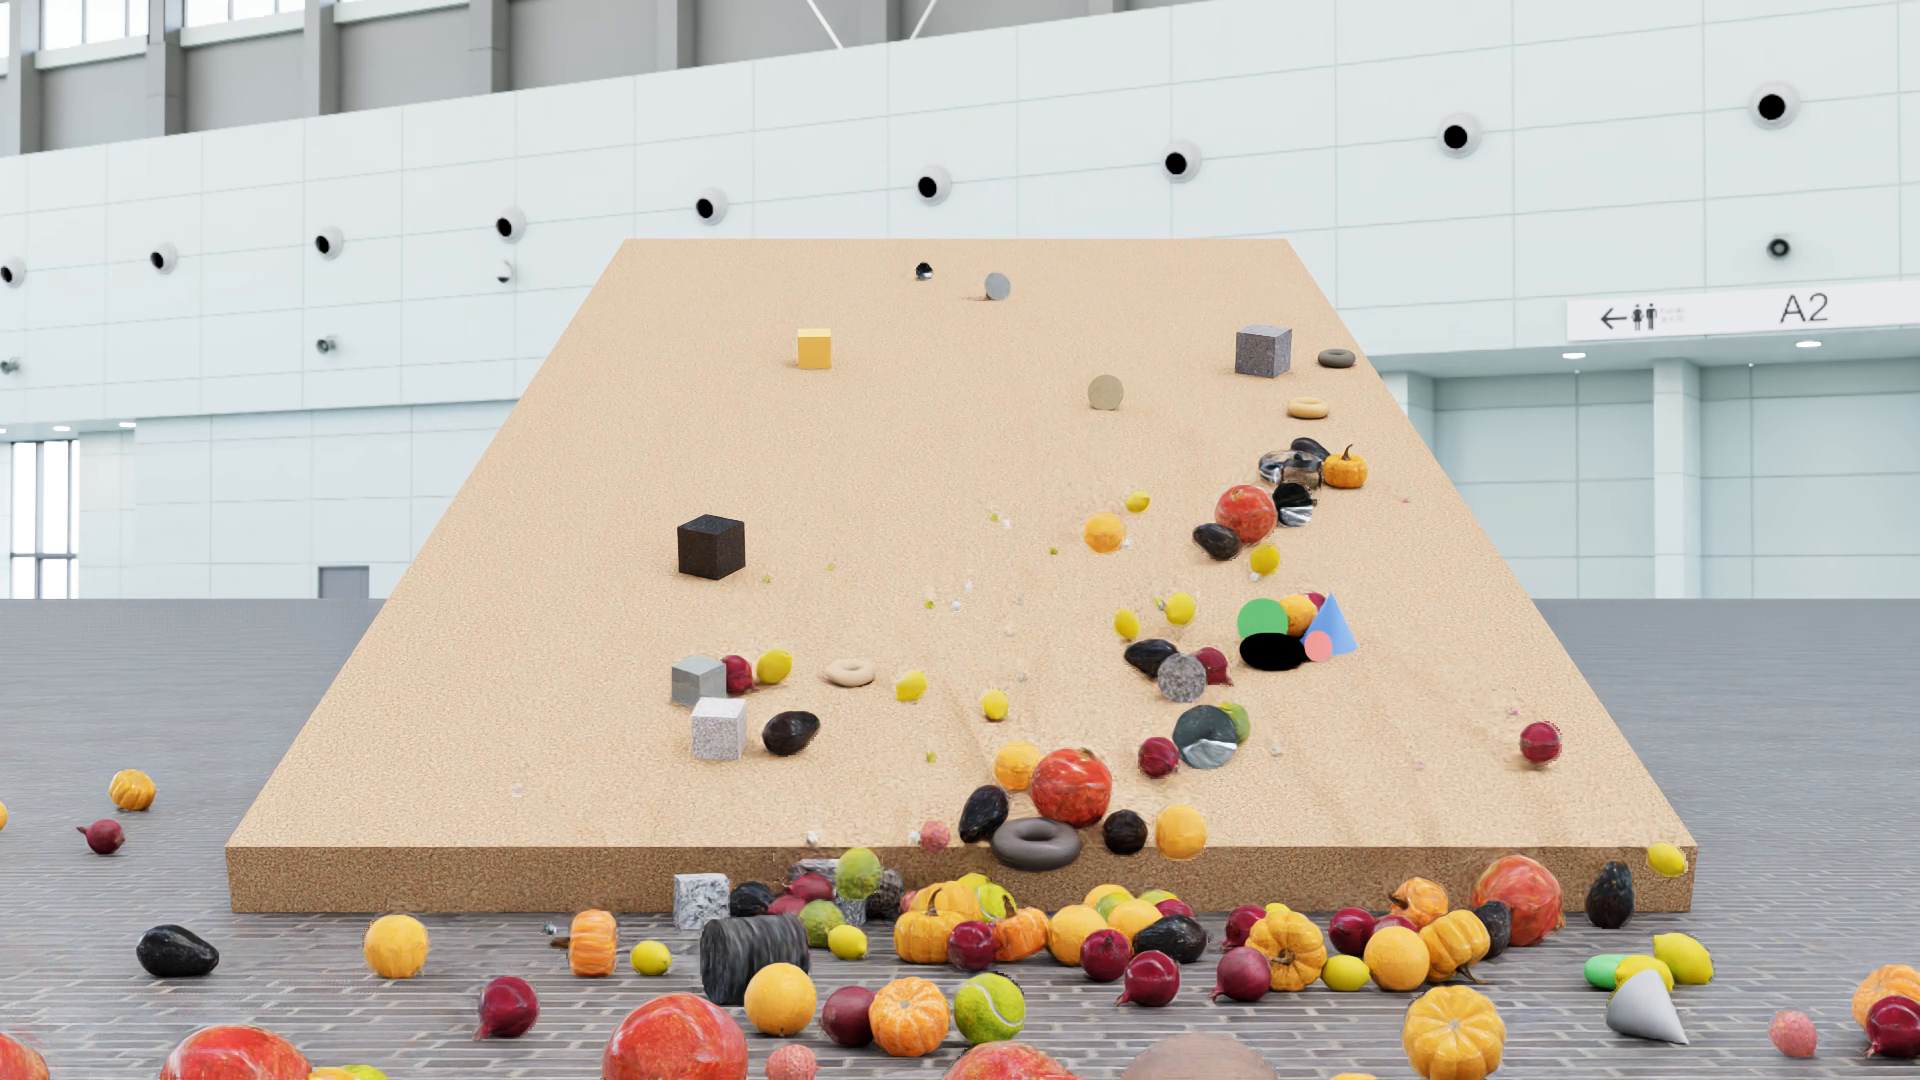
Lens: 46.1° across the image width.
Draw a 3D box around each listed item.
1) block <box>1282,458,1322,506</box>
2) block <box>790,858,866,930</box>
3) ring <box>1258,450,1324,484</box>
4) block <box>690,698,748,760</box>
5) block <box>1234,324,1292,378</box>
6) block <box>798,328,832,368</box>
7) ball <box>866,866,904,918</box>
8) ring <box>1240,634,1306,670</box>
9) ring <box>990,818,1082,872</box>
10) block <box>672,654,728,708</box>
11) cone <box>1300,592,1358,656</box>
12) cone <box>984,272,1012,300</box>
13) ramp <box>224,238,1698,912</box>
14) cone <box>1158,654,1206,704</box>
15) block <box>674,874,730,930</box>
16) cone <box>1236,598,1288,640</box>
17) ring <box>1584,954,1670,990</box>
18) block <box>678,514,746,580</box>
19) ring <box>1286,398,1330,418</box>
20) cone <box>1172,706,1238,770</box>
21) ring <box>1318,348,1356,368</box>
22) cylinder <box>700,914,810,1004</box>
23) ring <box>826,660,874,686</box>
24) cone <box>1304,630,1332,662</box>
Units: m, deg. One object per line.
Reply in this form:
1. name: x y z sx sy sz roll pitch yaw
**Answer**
1. block: 0.674 -0.114 4.462 0.072 0.072 0.072 5 20 14
2. block: -0.173 0.466 2.972 0.082 0.082 0.082 0 -1 9
3. ring: 0.674 -0.147 4.598 0.137 0.046 0.137 0 20 0
4. block: -0.356 0.280 3.345 0.069 0.069 0.069 2 19 5
5. block: 0.723 -0.451 5.378 0.100 0.100 0.100 11 22 29
6. block: -0.350 -0.461 5.434 0.078 0.078 0.078 -1 19 -3
7. ball: -0.109 0.474 3.040 0.070 0.070 0.070 0 -1 0
8. ring: 0.509 0.181 3.680 0.107 0.036 0.107 1 18 0
9. ring: 0.102 0.408 3.027 0.122 0.041 0.122 -1 16 0
10. block: -0.407 0.222 3.522 0.060 0.060 0.060 14 24 35
11. cone: 0.612 0.129 3.735 0.096 0.096 0.096 0 19 0
12. cone: 0.086 -0.676 6.112 0.079 0.079 0.079 1 -9 -23
13. ramp: -0.005 -0.201 4.967 2.000 0.100 4.000 0 19 0
14. cone: 0.341 0.221 3.564 0.079 0.079 0.079 0 -8 -9
15. block: -0.341 0.475 2.971 0.064 0.064 0.064 0 -1 -15
16. cone: 0.510 0.144 3.781 0.085 0.085 0.085 0 -8 13
17. ring: 0.741 0.481 2.508 0.094 0.031 0.094 1 -1 0
18. block: -0.448 0.013 4.077 0.086 0.086 0.086 11 22 28
19. ring: 0.777 -0.295 5.039 0.095 0.032 0.095 1 19 0
20. cone: 0.356 0.295 3.345 0.095 0.095 0.095 0 -7 -2
21. ring: 0.909 -0.439 5.449 0.091 0.030 0.091 -1 20 0
22. cylinder: -0.221 0.449 2.421 0.090 0.090 0.090 1 -1 -27
23. ring: -0.175 0.212 3.605 0.077 0.026 0.077 1 19 0
24. cone: 0.575 0.178 3.708 0.052 0.052 0.052 1 -9 -22
